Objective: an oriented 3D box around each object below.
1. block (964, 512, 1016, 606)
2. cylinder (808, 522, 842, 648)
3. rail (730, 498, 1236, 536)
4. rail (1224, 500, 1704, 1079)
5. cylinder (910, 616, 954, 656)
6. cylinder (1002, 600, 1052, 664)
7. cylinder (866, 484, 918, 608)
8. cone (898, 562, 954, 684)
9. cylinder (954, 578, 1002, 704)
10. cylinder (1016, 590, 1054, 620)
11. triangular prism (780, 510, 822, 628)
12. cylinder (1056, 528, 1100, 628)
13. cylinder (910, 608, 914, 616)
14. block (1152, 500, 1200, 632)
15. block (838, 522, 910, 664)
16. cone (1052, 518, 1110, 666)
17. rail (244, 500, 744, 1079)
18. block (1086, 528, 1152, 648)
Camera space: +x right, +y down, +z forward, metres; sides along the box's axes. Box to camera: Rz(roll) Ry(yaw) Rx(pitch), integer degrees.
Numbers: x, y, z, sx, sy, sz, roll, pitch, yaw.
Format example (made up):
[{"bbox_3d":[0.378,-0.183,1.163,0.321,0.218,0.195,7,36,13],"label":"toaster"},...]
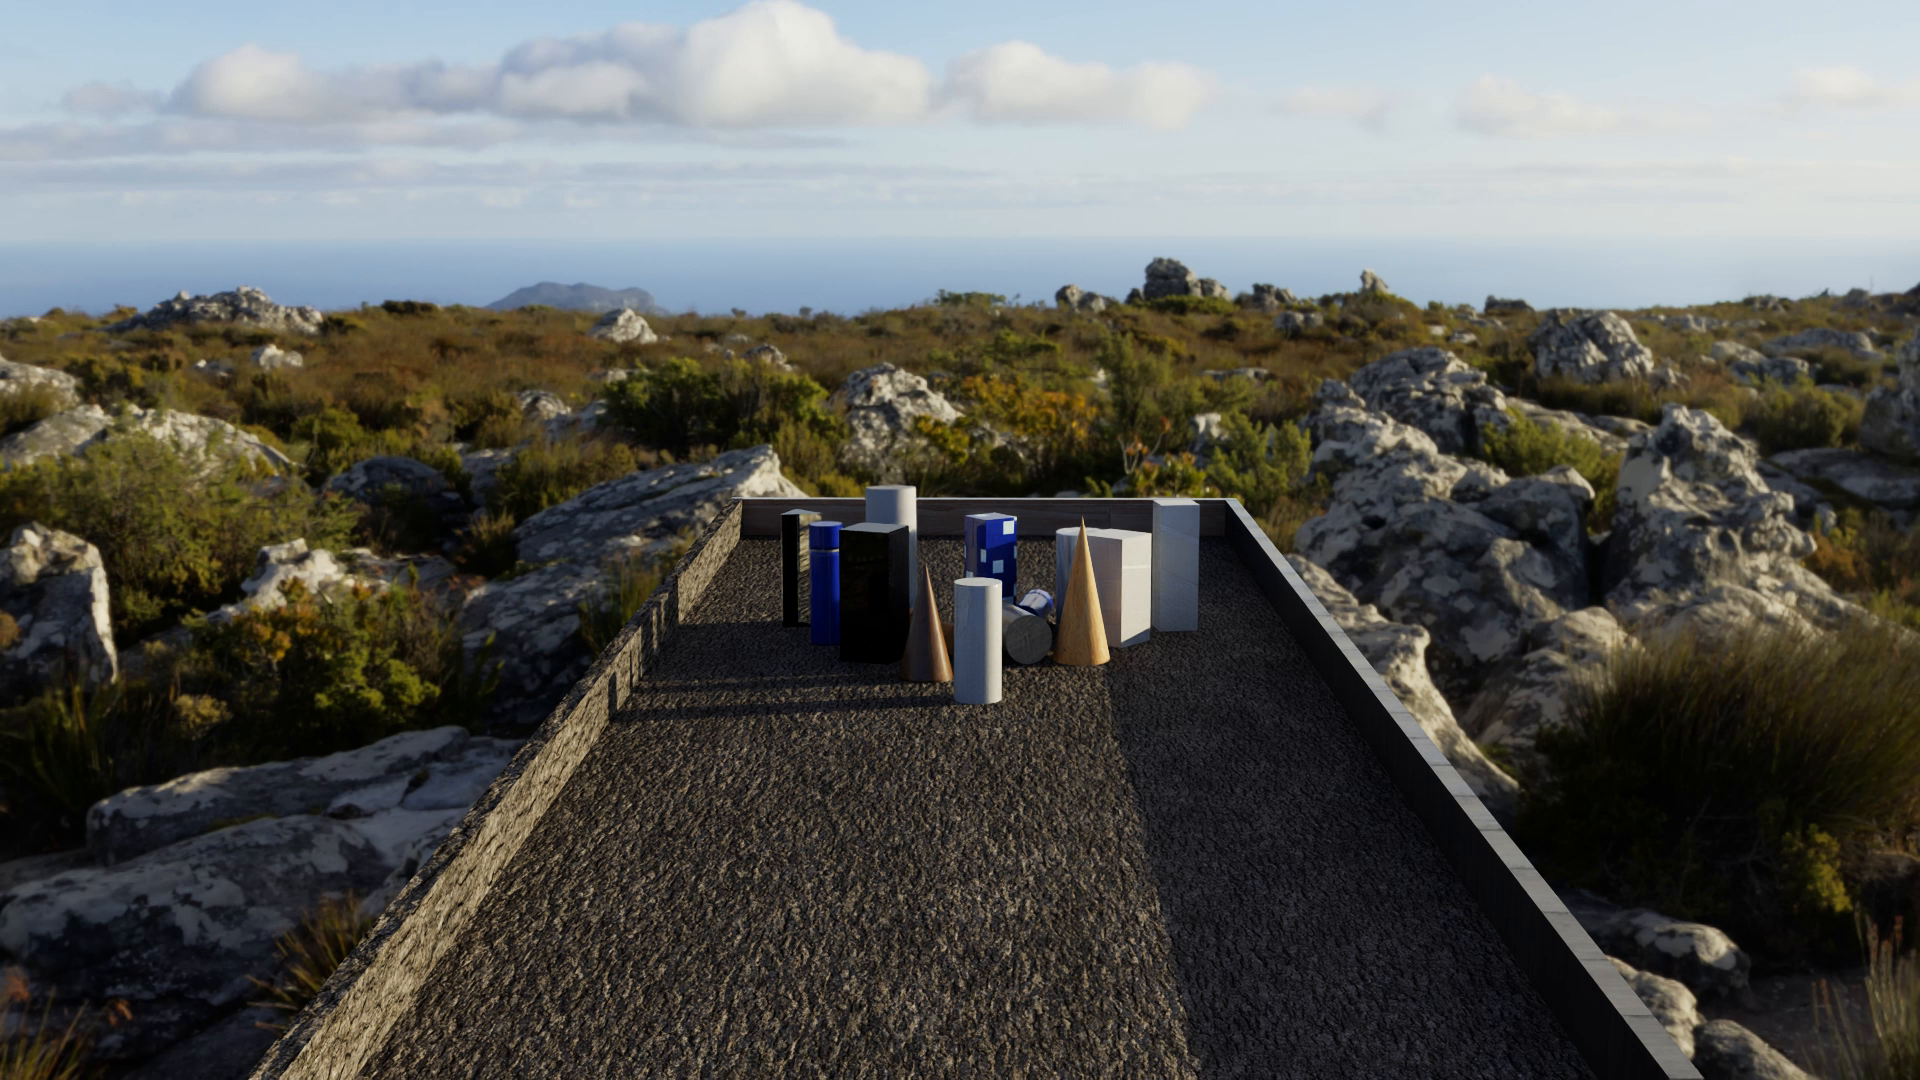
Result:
[{"bbox_3d":[0.100,0.102,7.209,0.122,0.363,0.122,-6,11,-34],"label":"block"},{"bbox_3d":[-0.419,0.139,6.901,0.105,0.384,0.105,0,9,0],"label":"cylinder"},{"bbox_3d":[0.099,-0.098,9.147,2.100,0.150,0.050,0,9,1],"label":"rail"},{"bbox_3d":[1.046,0.843,3.208,0.050,0.150,12.000,0,9,1],"label":"rail"},{"bbox_3d":[-0.189,0.286,6.882,0.446,0.101,0.101,7,11,36],"label":"cylinder"},{"bbox_3d":[0.144,0.273,6.805,0.150,0.150,0.377,-3,10,-20],"label":"cylinder"},{"bbox_3d":[-0.224,0.052,7.212,0.166,0.453,0.166,-1,7,0],"label":"cylinder"},{"bbox_3d":[-0.101,0.231,6.438,0.165,0.348,0.165,0,9,0],"label":"cone"},{"bbox_3d":[0.050,0.282,6.164,0.134,0.334,0.134,0,9,0],"label":"cylinder"},{"bbox_3d":[0.229,0.239,7.165,0.106,0.106,0.303,2,9,11],"label":"cylinder"},{"bbox_3d":[-0.529,0.091,7.244,0.135,0.374,0.117,-2,9,-12],"label":"triangular prism"},{"bbox_3d":[0.393,0.128,7.179,0.160,0.316,0.160,-1,11,0],"label":"cylinder"},{"bbox_3d":[-0.275,0.253,7.080,0.351,0.105,0.105,7,11,37],"label":"cylinder"},{"bbox_3d":[0.702,0.082,7.173,0.126,0.413,0.126,-1,9,-7],"label":"block"},{"bbox_3d":[-0.260,0.161,6.705,0.161,0.403,0.161,4,10,22],"label":"block"},{"bbox_3d":[0.370,0.146,6.677,0.176,0.442,0.176,0,9,0],"label":"cone"},{"bbox_3d":[-1.004,0.839,3.234,0.050,0.150,12.000,0,9,1],"label":"rail"},{"bbox_3d":[0.493,0.151,6.962,0.159,0.343,0.159,7,12,39],"label":"block"}]
